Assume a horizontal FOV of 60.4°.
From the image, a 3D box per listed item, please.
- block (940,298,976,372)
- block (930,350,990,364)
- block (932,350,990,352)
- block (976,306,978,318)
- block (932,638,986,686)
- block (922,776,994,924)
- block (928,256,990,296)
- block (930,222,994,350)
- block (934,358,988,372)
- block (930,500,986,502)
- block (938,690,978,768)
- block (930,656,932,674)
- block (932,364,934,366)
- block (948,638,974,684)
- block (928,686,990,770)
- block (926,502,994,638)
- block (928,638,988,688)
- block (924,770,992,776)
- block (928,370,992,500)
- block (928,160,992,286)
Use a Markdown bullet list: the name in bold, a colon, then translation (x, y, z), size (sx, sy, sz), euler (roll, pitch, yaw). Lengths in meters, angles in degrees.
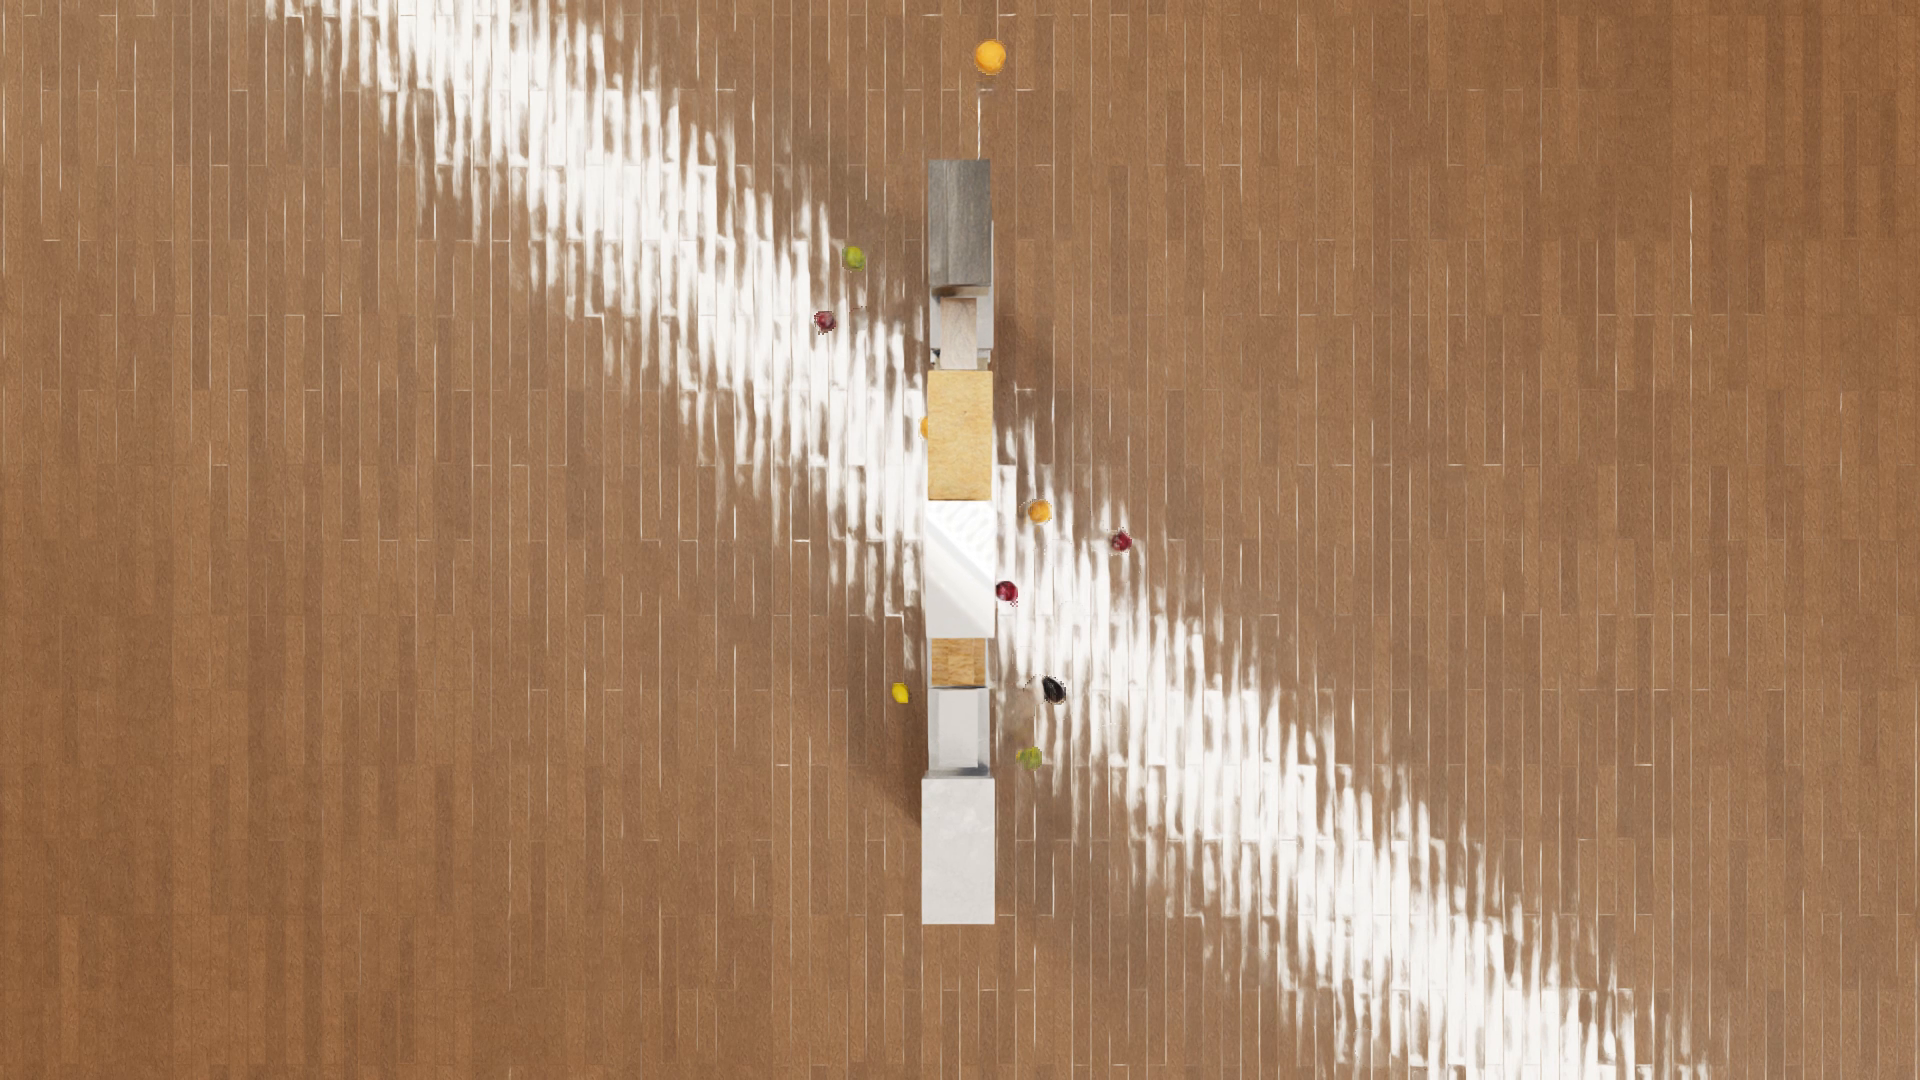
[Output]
- **block**: translation (-0.003, -0.523, 4.195), size (0.092, 0.026, 0.184), euler (0, 90, 0)
- **block**: translation (0.001, -0.686, 4.800), size (0.172, 0.049, 0.344), euler (0, 90, 0)
- **block**: translation (0.004, -0.567, 4.607), size (0.168, 0.337, 0.048), euler (0, 90, 0)
- **block**: translation (-0.002, -0.583, 4.300), size (0.092, 0.184, 0.026), euler (0, 90, 0)
- **block**: translation (-0.004, 0.245, 4.425), size (0.144, 0.041, 0.287), euler (0, 90, 0)
- **block**: translation (-0.004, 0.749, 3.993), size (0.174, 0.049, 0.348), euler (0, 90, 0)
- **block**: translation (0.000, -0.675, 4.238), size (0.153, 0.306, 0.043), euler (0, 88, 0)
- **block**: translation (0.004, -0.680, 4.415), size (0.168, 0.048, 0.337), euler (0, 90, 0)
- **block**: translation (0.003, -0.360, 4.594), size (0.147, 0.042, 0.293), euler (0, 90, 0)
- **block**: translation (-0.005, -0.056, 4.565), size (0.152, 0.043, 0.304), euler (0, 90, 0)
- **block**: translation (-0.004, 0.475, 4.159), size (0.096, 0.027, 0.193), euler (0, 90, 0)
- **block**: translation (-0.008, 0.340, 4.589), size (0.144, 0.287, 0.041), euler (0, 90, 0)
- **block**: translation (0.001, -0.571, 4.996), size (0.172, 0.344, 0.049), euler (0, 90, 0)
- **block**: translation (0.002, 0.308, 4.266), size (0.065, 0.018, 0.130), euler (0, 90, 0)
- **block**: translation (-0.002, 0.554, 4.388), size (0.161, 0.046, 0.321), euler (-1, 90, 0)
- **block**: translation (0.000, 0.072, 4.048), size (0.166, 0.047, 0.333), euler (0, 90, 0)
- **block**: translation (-0.006, 0.427, 4.757), size (0.173, 0.049, 0.347), euler (-1, 90, 0)
- **block**: translation (-0.004, 0.634, 4.191), size (0.174, 0.348, 0.049), euler (0, 90, 0)
- **block**: translation (0.000, -0.265, 4.194), size (0.163, 0.046, 0.326), euler (0, 90, 0)
- **block**: translation (0.000, -0.780, 4.063), size (0.153, 0.043, 0.306), euler (0, 90, 0)
